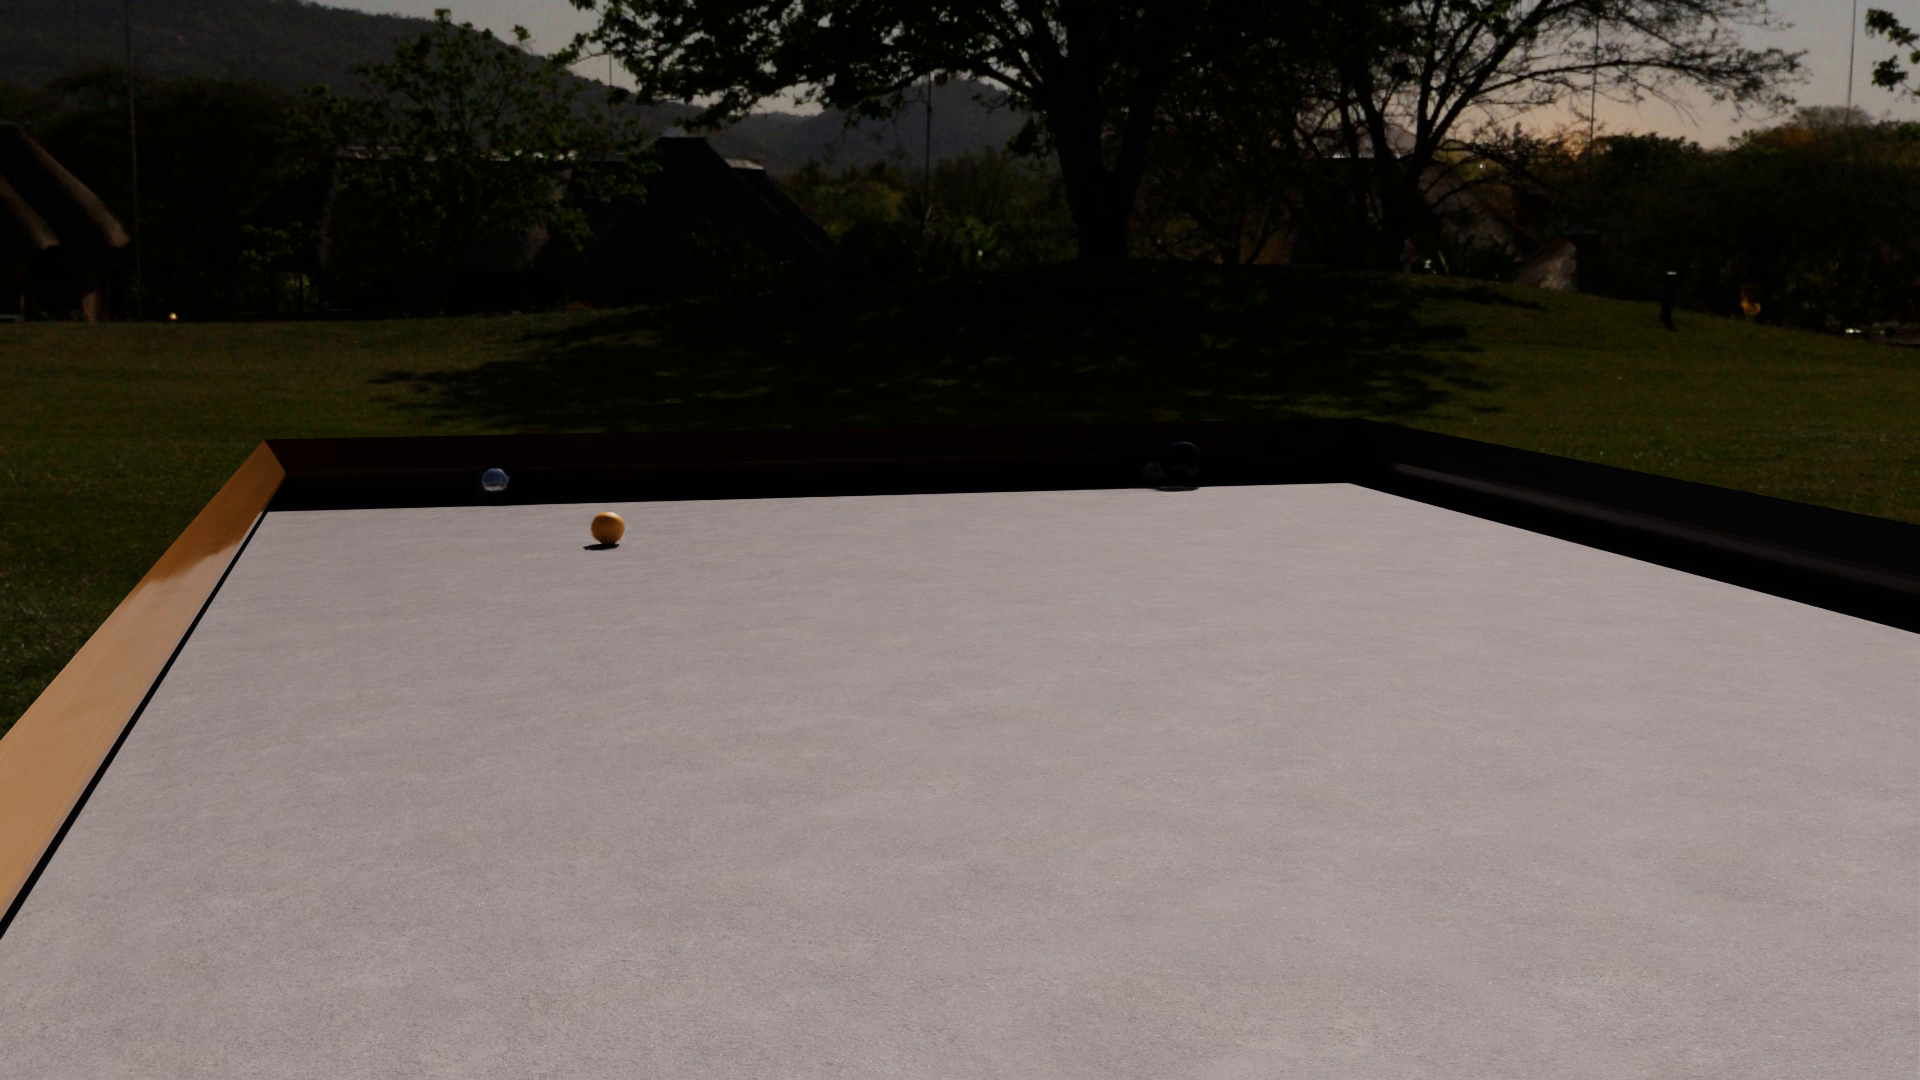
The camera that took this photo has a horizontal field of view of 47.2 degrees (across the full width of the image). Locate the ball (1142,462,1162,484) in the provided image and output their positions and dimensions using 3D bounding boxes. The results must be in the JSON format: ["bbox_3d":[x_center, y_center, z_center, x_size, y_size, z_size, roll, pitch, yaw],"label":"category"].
[{"bbox_3d":[0.420,-0.147,4.795,0.049,0.049,0.049,0,8,0],"label":"ball"}]

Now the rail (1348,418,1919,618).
[{"bbox_3d":[1.374,0.076,2.847,0.045,0.129,4.352,-2,8,-13],"label":"rail"}]

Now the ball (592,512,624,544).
[{"bbox_3d":[-0.613,-0.021,3.832,0.057,0.057,0.057,0,8,0],"label":"ball"}]

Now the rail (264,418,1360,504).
[{"bbox_3d":[-0.244,-0.170,4.661,2.358,0.129,0.045,-2,8,-13],"label":"rail"}]

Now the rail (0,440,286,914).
[{"bbox_3d":[-0.875,0.147,2.322,0.045,0.129,4.352,-2,8,-13],"label":"rail"}]

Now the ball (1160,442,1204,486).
[{"bbox_3d":[0.480,-0.166,4.759,0.096,0.096,0.096,0,8,0],"label":"ball"}]

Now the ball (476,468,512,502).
[{"bbox_3d":[-0.942,-0.112,4.453,0.071,0.071,0.071,0,8,0],"label":"ball"}]
